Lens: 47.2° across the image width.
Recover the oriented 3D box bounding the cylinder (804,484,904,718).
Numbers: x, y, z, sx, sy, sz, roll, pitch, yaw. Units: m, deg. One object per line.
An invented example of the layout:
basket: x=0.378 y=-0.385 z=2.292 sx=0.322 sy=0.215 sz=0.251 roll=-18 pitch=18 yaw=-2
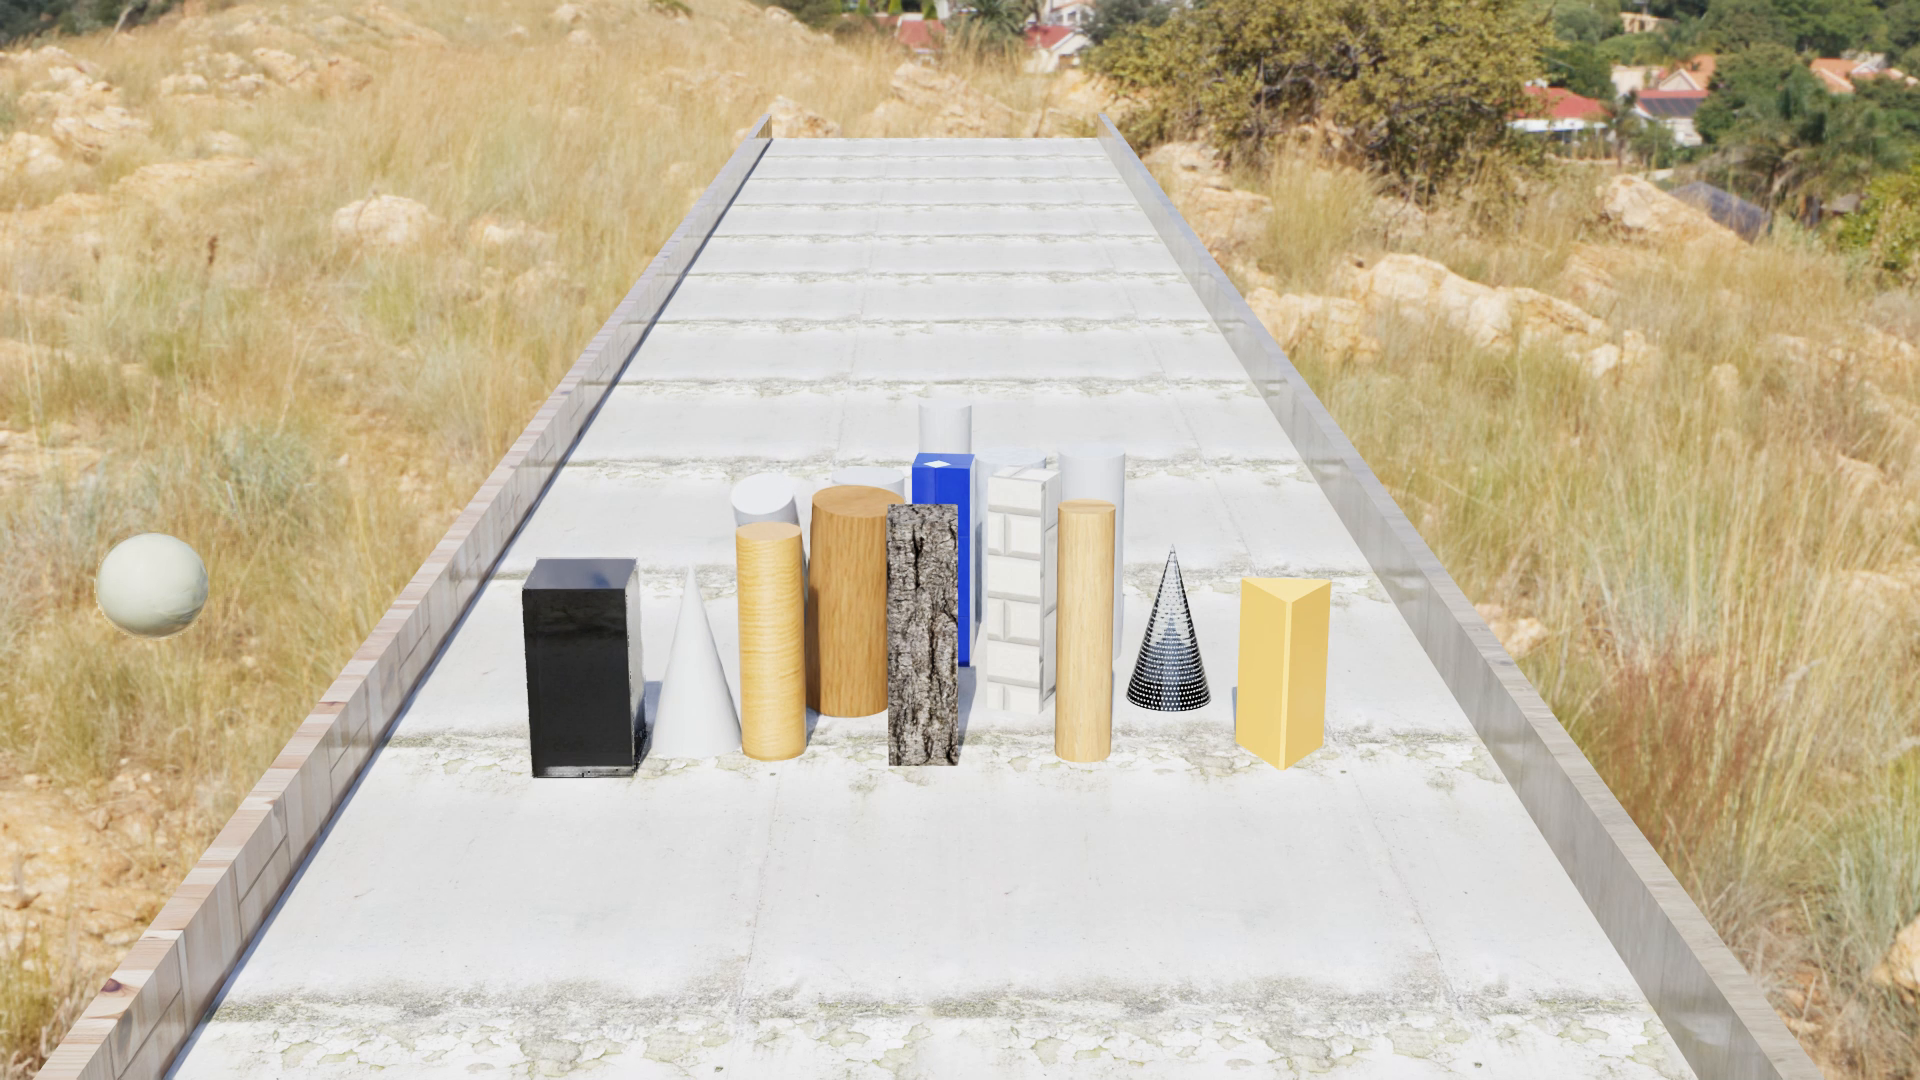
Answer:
cylinder: x=-0.200 y=0.114 z=4.113 sx=0.171 sy=0.400 sz=0.171 roll=4 pitch=21 yaw=-1

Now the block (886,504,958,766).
block: x=-0.065 y=0.168 z=3.879 sx=0.123 sy=0.446 sz=0.123 roll=0 pitch=17 yaw=0

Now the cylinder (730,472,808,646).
cylinder: x=-0.340 y=0.084 z=4.142 sx=0.117 sy=0.451 sz=0.117 roll=-4 pitch=41 yaw=3

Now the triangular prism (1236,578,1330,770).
triangular prism: x=0.556 y=0.227 z=3.916 sx=0.134 sy=0.311 sz=0.154 roll=12 pitch=20 yaw=34

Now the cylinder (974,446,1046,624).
cylinder: x=0.105 y=-0.008 z=4.641 sx=0.151 sy=0.350 sz=0.151 roll=0 pitch=17 yaw=0

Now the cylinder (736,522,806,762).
cylinder: x=-0.334 y=0.180 z=3.902 sx=0.117 sy=0.409 sz=0.117 roll=0 pitch=17 yaw=0

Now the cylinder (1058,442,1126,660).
cylinder: x=0.260 y=0.026 z=4.398 sx=0.133 sy=0.423 sz=0.133 roll=0 pitch=17 yaw=0

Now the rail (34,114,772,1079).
rail: x=-1.118 y=-0.838 z=7.780 sx=0.050 sy=0.150 sz=12.000 roll=0 pitch=17 yaw=-1

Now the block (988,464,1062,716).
block: x=0.120 y=0.094 z=4.123 sx=0.104 sy=0.449 sz=0.104 roll=7 pitch=18 yaw=23

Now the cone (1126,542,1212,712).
cone: x=0.400 y=0.152 z=4.175 sx=0.165 sy=0.309 sz=0.165 roll=0 pitch=17 yaw=0

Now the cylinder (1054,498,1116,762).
cylinder: x=0.220 y=0.161 z=3.881 sx=0.100 sy=0.458 sz=0.100 roll=0 pitch=17 yaw=0

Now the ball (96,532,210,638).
ball: x=-1.306 y=0.074 z=3.560 sx=0.172 sy=0.172 sz=0.172 roll=0 pitch=17 yaw=0

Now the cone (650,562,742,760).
cone: x=-0.478 y=0.202 z=3.947 sx=0.172 sy=0.343 sz=0.172 roll=0 pitch=17 yaw=0

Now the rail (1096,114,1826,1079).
rail: x=0.932 y=-0.844 z=7.801 sx=0.050 sy=0.150 sz=12.000 roll=0 pitch=17 yaw=-1

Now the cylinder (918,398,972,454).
cylinder: x=-0.032 y=-0.105 z=4.865 sx=0.118 sy=0.407 sz=0.118 roll=0 pitch=17 yaw=0

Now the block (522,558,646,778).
block: x=-0.658 y=0.224 z=3.867 sx=0.176 sy=0.346 sz=0.176 roll=0 pitch=16 yaw=-1

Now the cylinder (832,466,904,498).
cylinder: x=-0.192 y=0.014 z=4.640 sx=0.154 sy=0.308 sz=0.154 roll=0 pitch=17 yaw=0

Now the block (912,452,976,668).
block: x=-0.032 y=0.040 z=4.378 sx=0.114 sy=0.408 sz=0.114 roll=2 pitch=17 yaw=5
